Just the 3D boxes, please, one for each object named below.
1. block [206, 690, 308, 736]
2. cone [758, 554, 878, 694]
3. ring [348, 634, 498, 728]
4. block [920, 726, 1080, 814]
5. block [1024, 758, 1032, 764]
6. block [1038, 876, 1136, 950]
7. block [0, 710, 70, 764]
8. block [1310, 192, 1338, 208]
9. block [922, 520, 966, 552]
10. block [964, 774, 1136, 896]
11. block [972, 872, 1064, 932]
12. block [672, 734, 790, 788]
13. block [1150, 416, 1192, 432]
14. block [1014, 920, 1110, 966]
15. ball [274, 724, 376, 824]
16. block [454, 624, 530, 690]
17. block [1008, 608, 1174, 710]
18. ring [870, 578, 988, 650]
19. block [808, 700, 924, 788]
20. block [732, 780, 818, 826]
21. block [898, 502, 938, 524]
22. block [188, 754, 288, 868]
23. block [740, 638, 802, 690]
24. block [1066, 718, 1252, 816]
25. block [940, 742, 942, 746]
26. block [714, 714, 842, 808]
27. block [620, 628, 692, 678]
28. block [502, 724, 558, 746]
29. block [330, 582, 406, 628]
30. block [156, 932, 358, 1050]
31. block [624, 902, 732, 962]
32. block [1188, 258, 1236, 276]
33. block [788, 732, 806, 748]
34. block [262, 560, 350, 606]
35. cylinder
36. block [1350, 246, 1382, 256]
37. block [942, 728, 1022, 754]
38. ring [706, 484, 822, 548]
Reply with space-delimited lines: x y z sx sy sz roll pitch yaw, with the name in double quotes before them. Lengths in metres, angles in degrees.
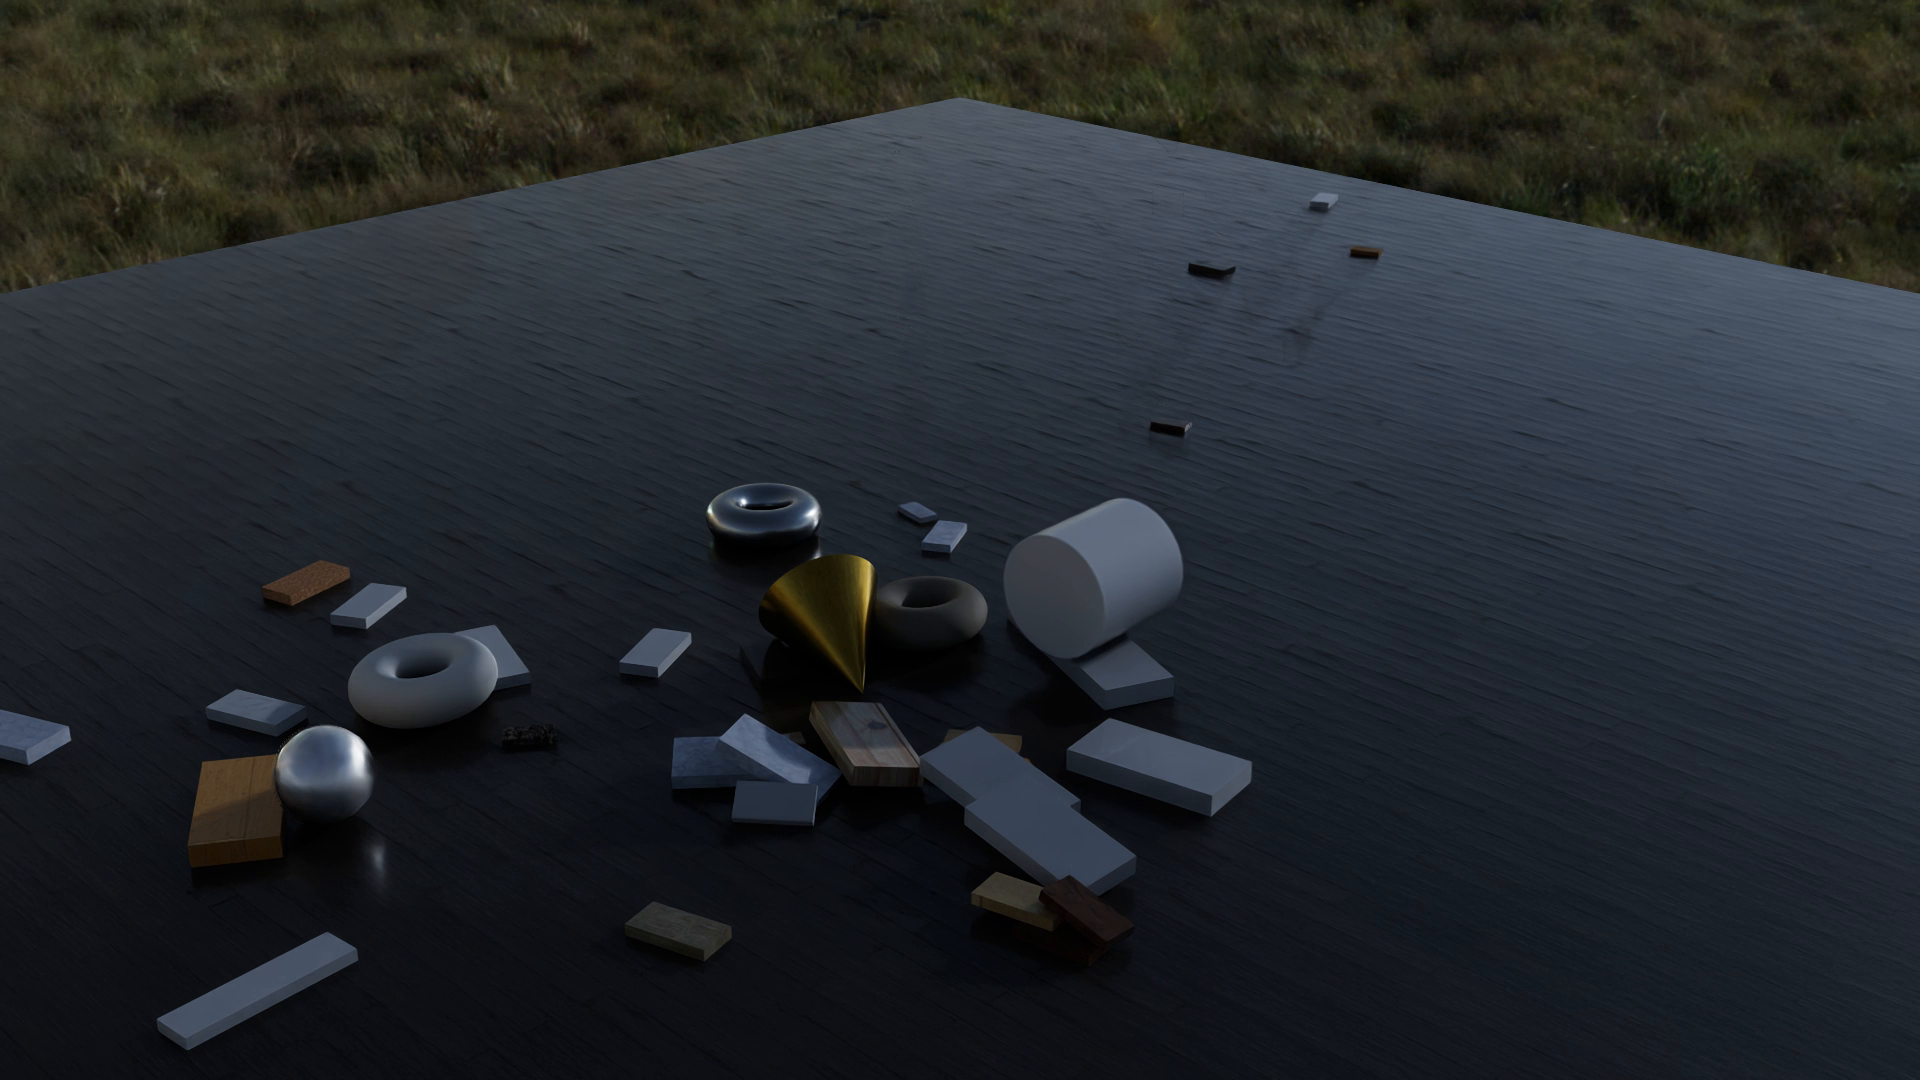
"block" -1.546 0.379 4.832 0.196 0.028 0.098 10 25 23
"cone" -0.273 0.240 5.026 0.294 0.294 0.294 -10 52 -23
"ring" -1.191 0.310 4.880 0.328 0.109 0.328 -4 24 2
"block" 0.079 0.499 4.453 0.158 0.045 0.316 -25 40 -32
"block" 0.126 0.503 4.546 0.080 0.023 0.160 -6 24 -14
"block" 0.232 0.682 4.026 0.164 0.023 0.082 35 36 32
"block" -2.052 0.419 4.730 0.242 0.034 0.121 10 25 22
"block" 1.492 -1.393 9.016 0.077 0.022 0.155 10 25 22
"block" -0.040 -0.009 5.755 0.077 0.022 0.155 6 24 15
"block" 0.172 0.579 4.250 0.158 0.045 0.316 -26 43 -34
"block" 0.119 0.671 4.087 0.175 0.025 0.088 14 27 30
"block" -0.477 0.462 4.593 0.242 0.034 0.121 -2 36 -3
"block" 0.629 -0.344 6.553 0.109 0.015 0.054 12 26 25
"block" 0.189 0.724 4.024 0.164 0.023 0.082 16 27 32
"ball" -1.271 0.469 4.403 0.197 0.197 0.197 0 23 0
"block" -1.083 0.271 5.086 0.098 0.028 0.284 -11 25 -25
"block" 0.296 0.248 5.114 0.172 0.049 0.522 -10 25 -21
"ring" -0.087 0.173 5.221 0.307 0.102 0.307 -3 20 1
"block" -0.198 0.429 4.648 0.158 0.045 0.316 4 20 -22
"block" -0.372 0.530 4.426 0.164 0.023 0.082 2 60 6
"block" -0.114 -0.074 5.916 0.054 0.015 0.109 -15 27 -31
"block" -1.446 0.540 4.425 0.172 0.049 0.345 -5 24 -12
"block" -0.436 0.285 5.055 0.096 0.027 0.192 -8 24 -18
"block" 0.414 0.471 4.588 0.345 0.049 0.172 15 27 32
"block" 0.013 0.466 4.595 0.160 0.023 0.080 5 32 29
"block" -0.372 0.456 4.524 0.242 0.034 0.121 30 30 9
"block" -0.707 0.261 5.110 0.096 0.027 0.192 7 24 15
"block" -0.929 0.421 4.746 0.115 0.016 0.058 -4 23 -9
"block" -1.438 0.160 5.350 0.096 0.027 0.192 6 24 15
"block" -1.231 0.790 3.868 0.088 0.025 0.349 18 29 36
"block" -0.517 0.718 4.038 0.175 0.025 0.088 12 26 26
"block" 0.927 -1.003 8.097 0.155 0.022 0.077 19 29 37
"block" -0.392 0.437 4.709 0.115 0.016 0.058 -6 24 -15
"block" -1.627 0.106 5.476 0.098 0.028 0.196 13 26 28
"cylinder" 0.307 0.086 5.058 0.294 0.294 0.294 19 30 38
"block" 1.538 -1.091 8.313 0.109 0.015 0.054 11 25 24
"block" 0.047 0.439 4.697 0.160 0.023 0.080 4 23 10
"ring" -0.515 -0.064 5.784 0.306 0.102 0.306 0 22 0
